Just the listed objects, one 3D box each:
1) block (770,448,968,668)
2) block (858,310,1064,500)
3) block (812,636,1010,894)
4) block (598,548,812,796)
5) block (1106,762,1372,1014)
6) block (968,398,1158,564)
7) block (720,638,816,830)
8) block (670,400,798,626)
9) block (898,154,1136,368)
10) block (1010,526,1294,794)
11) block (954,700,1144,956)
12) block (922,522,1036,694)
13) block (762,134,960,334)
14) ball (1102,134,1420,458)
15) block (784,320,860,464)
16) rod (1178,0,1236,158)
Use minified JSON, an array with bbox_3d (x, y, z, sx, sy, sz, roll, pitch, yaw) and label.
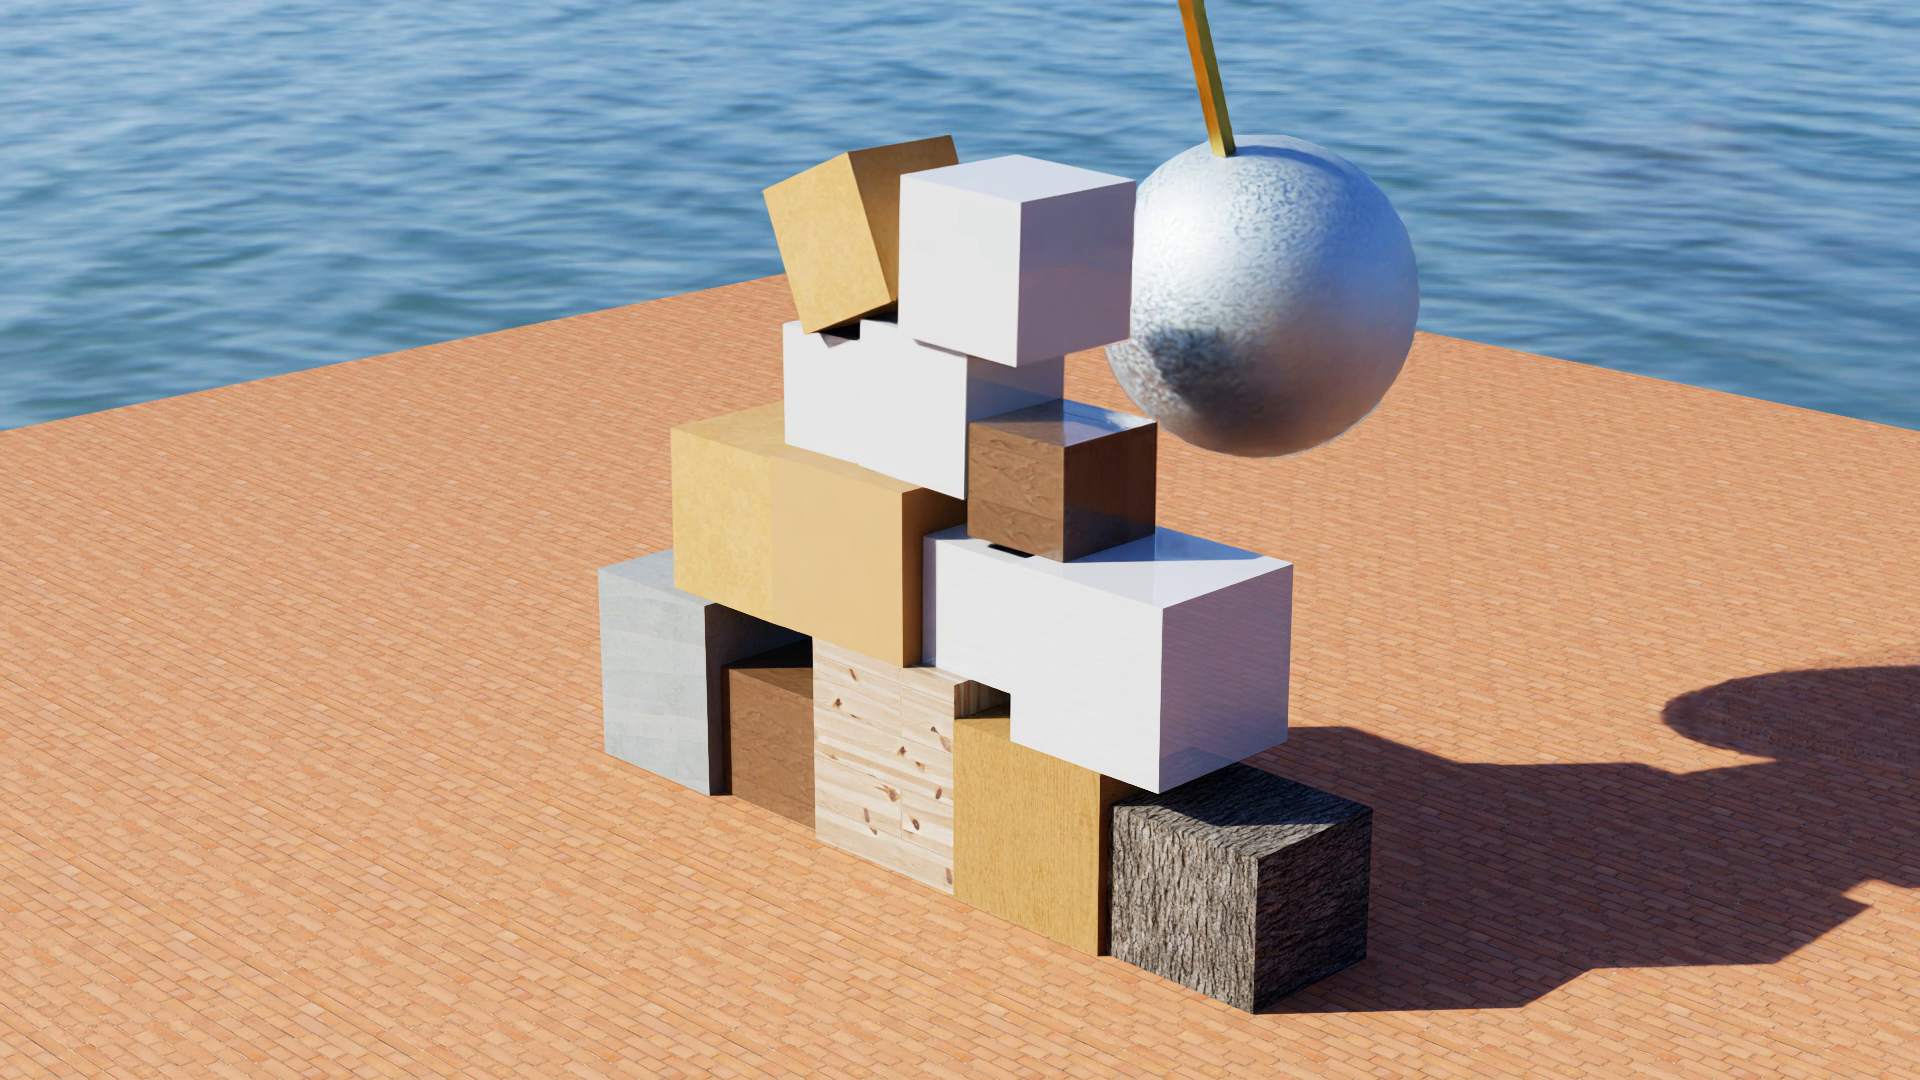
[{"bbox_3d":[-0.263,0.000,13.612,0.858,0.819,0.875,-17,24,-42],"label":"block"},{"bbox_3d":[0.007,-0.647,13.152,0.624,0.687,0.669,-17,26,-42],"label":"block"},{"bbox_3d":[-0.040,0.930,13.702,0.889,1.010,0.926,-17,24,-42],"label":"block"},{"bbox_3d":[-1.204,0.605,14.783,0.884,0.982,0.818,-17,24,-42],"label":"block"},{"bbox_3d":[1.190,1.461,12.534,0.763,0.697,0.817,-17,24,-42],"label":"block"},{"bbox_3d":[0.446,-0.269,12.812,0.595,0.512,0.572,-17,24,-42],"label":"block"},{"bbox_3d":[-0.638,0.922,14.314,0.747,0.658,0.729,-17,24,-42],"label":"block"},{"bbox_3d":[-0.852,-0.145,14.186,0.743,0.809,0.783,-17,25,-42],"label":"block"},{"bbox_3d":[0.243,-1.223,12.699,0.716,0.704,0.716,-17,26,-42],"label":"block"},{"bbox_3d":[0.821,0.486,12.616,0.847,0.811,0.853,-17,24,-42],"label":"block"},{"bbox_3d":[0.605,1.200,13.111,0.920,0.848,0.878,-17,24,-42],"label":"block"},{"bbox_3d":[0.304,0.268,13.132,0.672,0.596,0.657,-17,25,-42],"label":"block"},{"bbox_3d":[-0.373,-1.381,13.277,0.639,0.682,0.620,-17,1,-42],"label":"block"},{"bbox_3d":[1.467,-1.204,14.501,1.600,1.600,1.600,0,17,0],"label":"ball"},{"bbox_3d":[-0.439,-0.722,13.589,0.524,0.573,0.543,-17,24,-42],"label":"block"},{"bbox_3d":[0.636,-3.999,12.751,0.080,5.200,0.080,17,44,42],"label":"rod"}]
